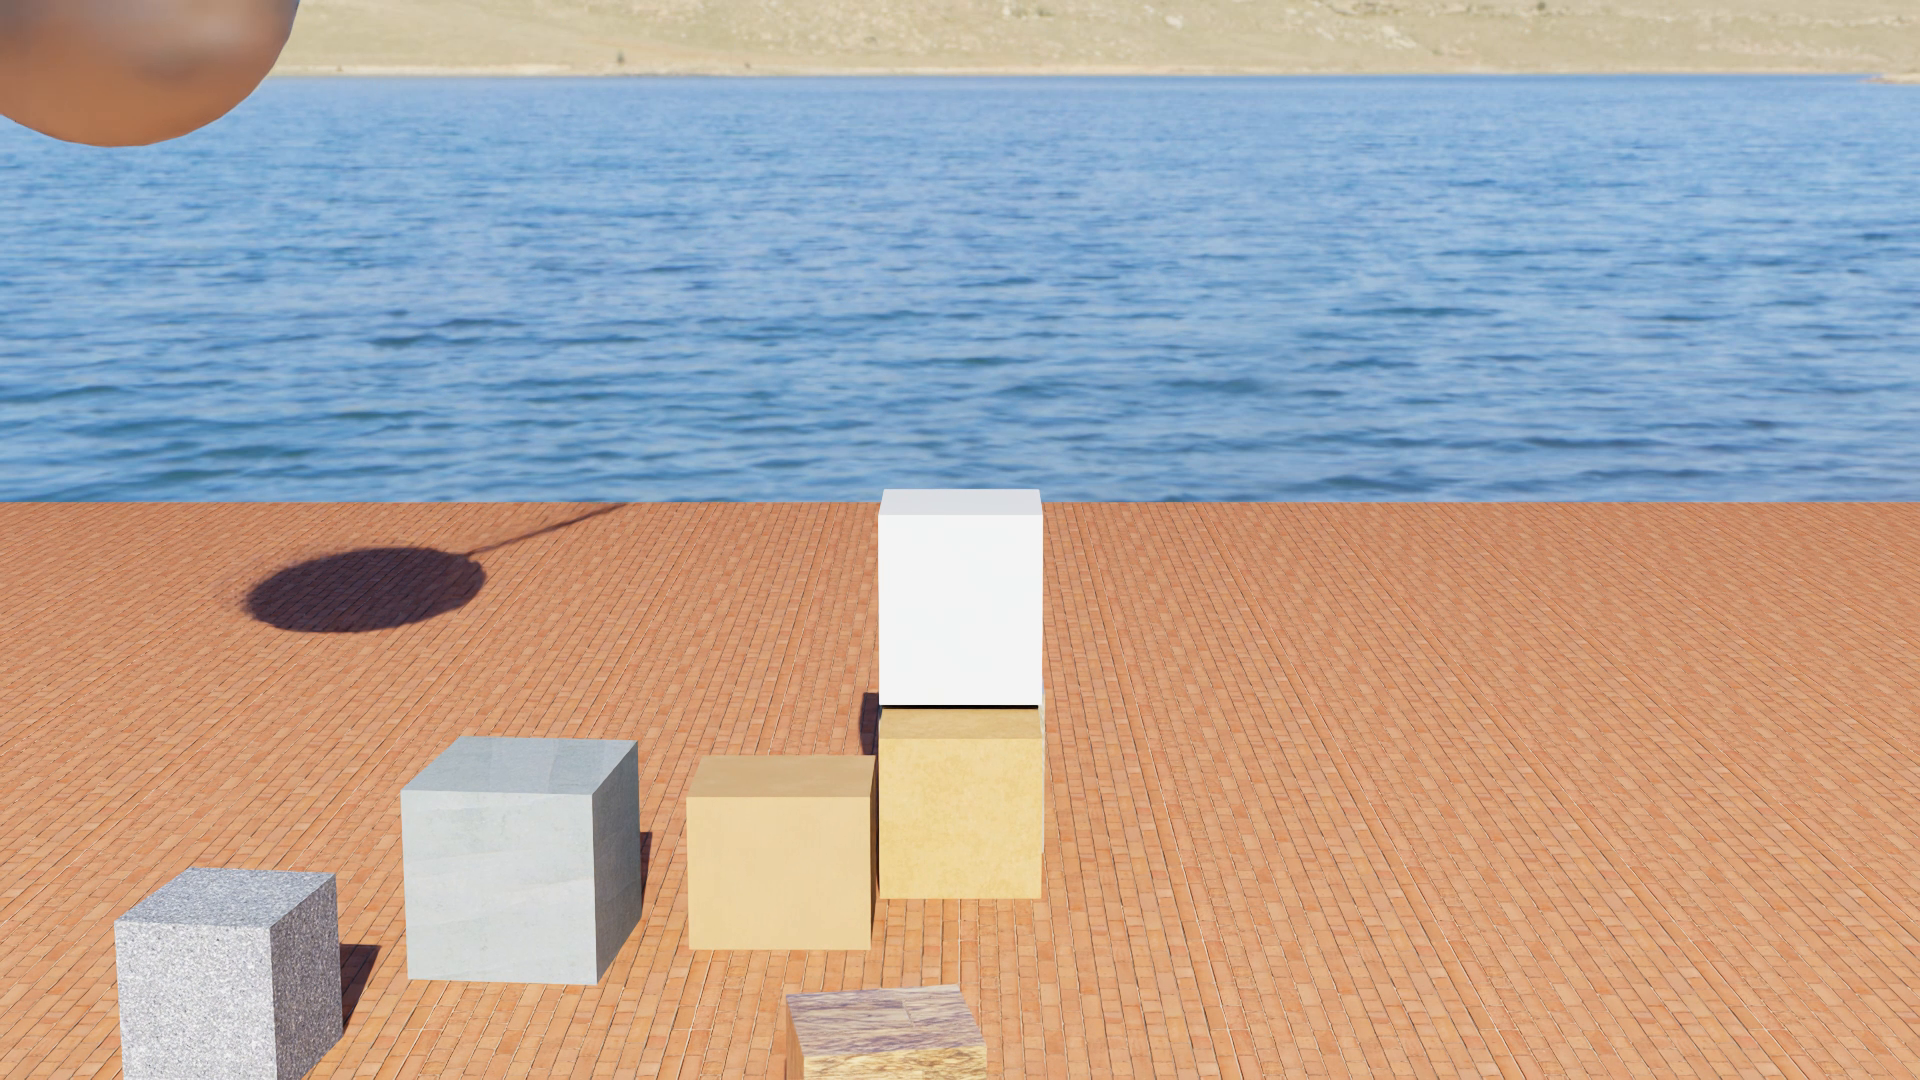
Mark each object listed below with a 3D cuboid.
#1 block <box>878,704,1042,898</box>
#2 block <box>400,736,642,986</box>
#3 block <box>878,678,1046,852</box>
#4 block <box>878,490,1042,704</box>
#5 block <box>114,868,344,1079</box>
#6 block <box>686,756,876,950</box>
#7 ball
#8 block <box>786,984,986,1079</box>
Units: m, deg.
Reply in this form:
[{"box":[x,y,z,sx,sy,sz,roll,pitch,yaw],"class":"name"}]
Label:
[{"box":[0.002,1.139,11.319,0.696,0.709,0.650,0,10,0],"class":"block"},{"box":[-1.755,1.280,10.381,0.754,0.768,0.826,1,10,5],"class":"block"},{"box":[0.008,0.992,12.028,0.751,0.745,0.778,0,10,0],"class":"block"},{"box":[0.005,0.247,11.656,0.720,0.853,0.712,0,10,0],"class":"block"},{"box":[-2.595,1.573,9.152,0.560,0.630,0.618,1,10,7],"class":"block"},{"box":[-0.730,1.291,10.678,0.737,0.640,0.643,0,10,0],"class":"block"},{"box":[-3.571,-2.450,10.735,1.600,1.600,1.600,0,10,0],"class":"ball"},{"box":[-0.238,1.789,8.025,0.555,0.609,0.541,-2,10,-10],"class":"block"}]
